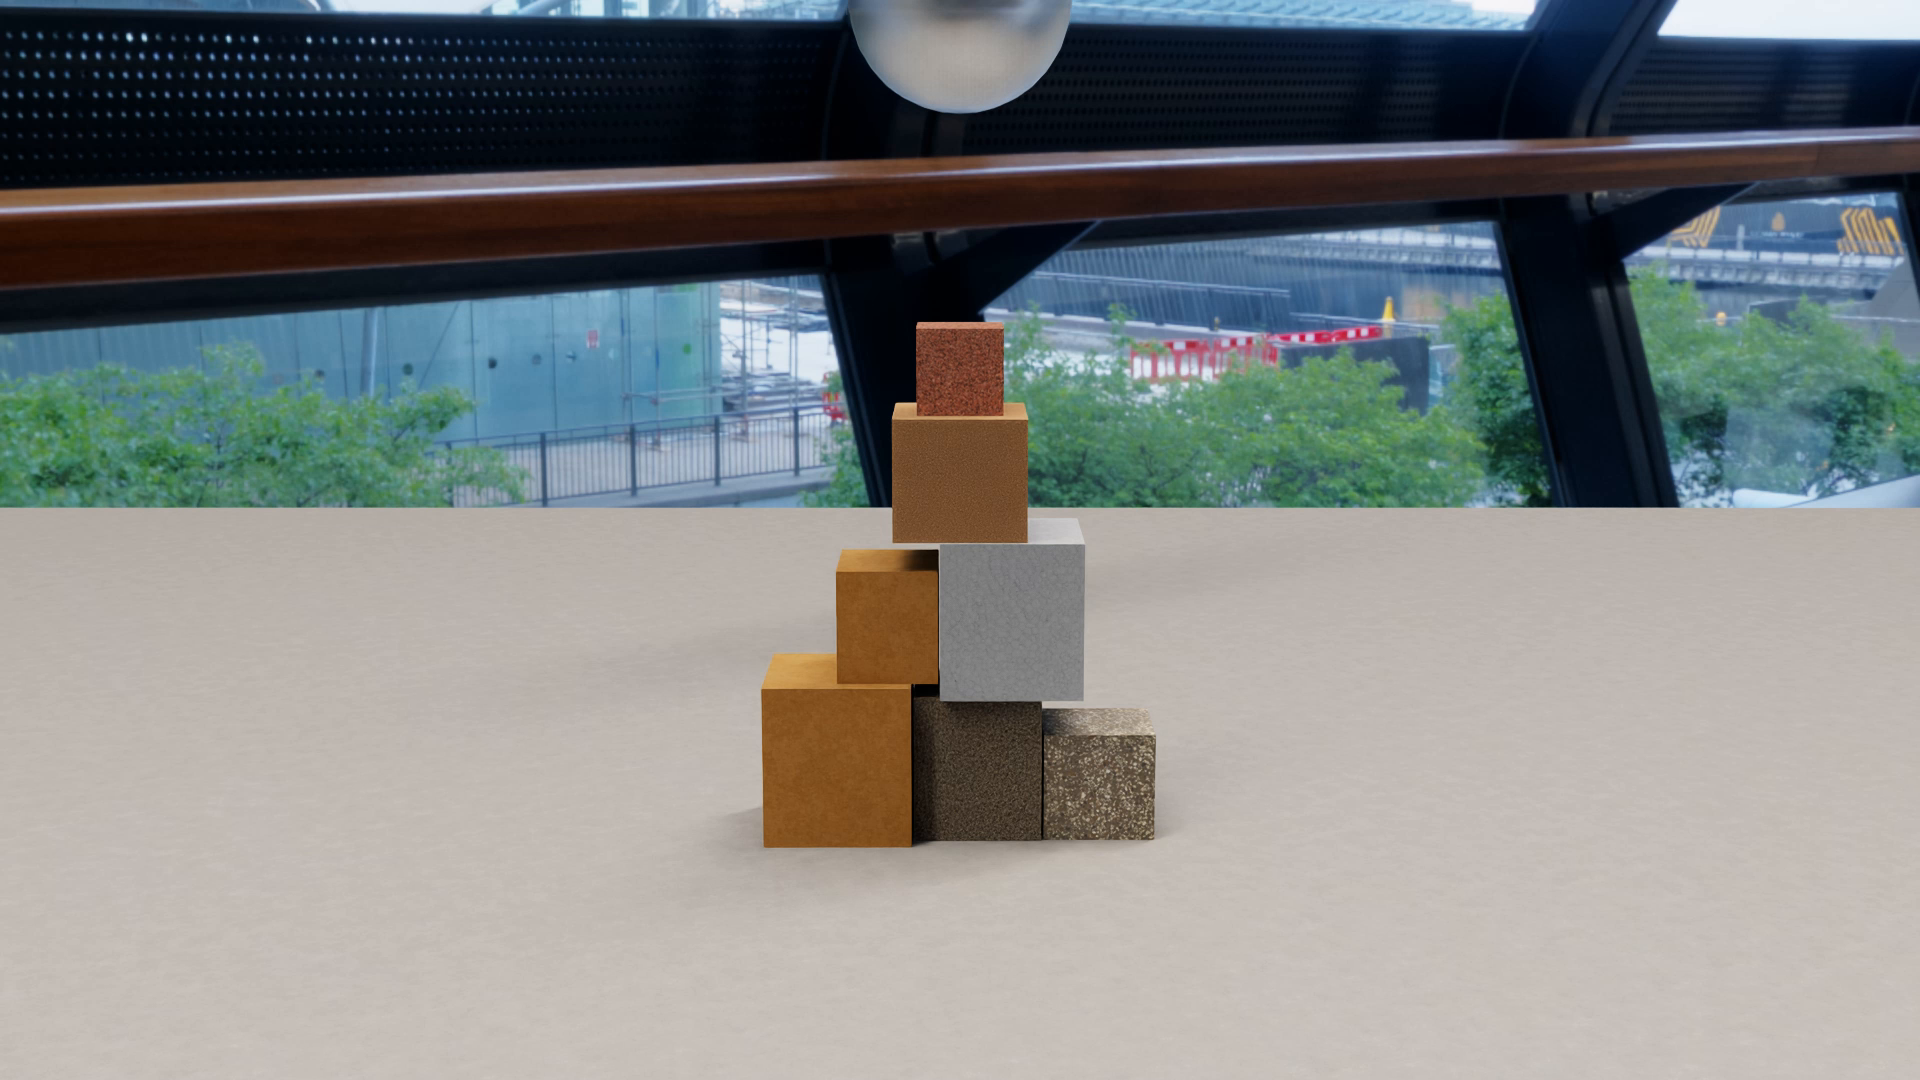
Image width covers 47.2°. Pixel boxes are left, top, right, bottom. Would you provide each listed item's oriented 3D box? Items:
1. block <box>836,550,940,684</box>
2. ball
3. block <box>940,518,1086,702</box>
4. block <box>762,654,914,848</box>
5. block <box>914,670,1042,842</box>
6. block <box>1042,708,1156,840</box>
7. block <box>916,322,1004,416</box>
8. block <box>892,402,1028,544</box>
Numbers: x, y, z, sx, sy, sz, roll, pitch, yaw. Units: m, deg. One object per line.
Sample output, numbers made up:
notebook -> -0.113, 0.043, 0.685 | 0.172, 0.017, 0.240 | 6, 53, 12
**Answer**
block -> -0.363, 0.385, 11.260 | 0.506, 0.572, 0.608 | 0, 10, 0
ball -> 0.000, -3.858, 15.718 | 1.600, 1.600, 1.600 | 0, 10, 0
block -> 0.258, 0.344, 11.262 | 0.716, 0.796, 0.757 | 0, 10, 0
block -> -0.615, 1.074, 11.361 | 0.744, 0.821, 0.764 | 0, 10, 0
block -> 0.090, 1.106, 11.391 | 0.646, 0.748, 0.603 | 0, 10, 0
block -> 0.705, 1.206, 11.392 | 0.565, 0.550, 0.533 | 0, 10, 0
block -> 0.000, -0.860, 11.024 | 0.431, 0.432, 0.390 | 0, 10, 0
block -> 0.000, -0.348, 11.132 | 0.666, 0.614, 0.695 | 0, 10, 0
